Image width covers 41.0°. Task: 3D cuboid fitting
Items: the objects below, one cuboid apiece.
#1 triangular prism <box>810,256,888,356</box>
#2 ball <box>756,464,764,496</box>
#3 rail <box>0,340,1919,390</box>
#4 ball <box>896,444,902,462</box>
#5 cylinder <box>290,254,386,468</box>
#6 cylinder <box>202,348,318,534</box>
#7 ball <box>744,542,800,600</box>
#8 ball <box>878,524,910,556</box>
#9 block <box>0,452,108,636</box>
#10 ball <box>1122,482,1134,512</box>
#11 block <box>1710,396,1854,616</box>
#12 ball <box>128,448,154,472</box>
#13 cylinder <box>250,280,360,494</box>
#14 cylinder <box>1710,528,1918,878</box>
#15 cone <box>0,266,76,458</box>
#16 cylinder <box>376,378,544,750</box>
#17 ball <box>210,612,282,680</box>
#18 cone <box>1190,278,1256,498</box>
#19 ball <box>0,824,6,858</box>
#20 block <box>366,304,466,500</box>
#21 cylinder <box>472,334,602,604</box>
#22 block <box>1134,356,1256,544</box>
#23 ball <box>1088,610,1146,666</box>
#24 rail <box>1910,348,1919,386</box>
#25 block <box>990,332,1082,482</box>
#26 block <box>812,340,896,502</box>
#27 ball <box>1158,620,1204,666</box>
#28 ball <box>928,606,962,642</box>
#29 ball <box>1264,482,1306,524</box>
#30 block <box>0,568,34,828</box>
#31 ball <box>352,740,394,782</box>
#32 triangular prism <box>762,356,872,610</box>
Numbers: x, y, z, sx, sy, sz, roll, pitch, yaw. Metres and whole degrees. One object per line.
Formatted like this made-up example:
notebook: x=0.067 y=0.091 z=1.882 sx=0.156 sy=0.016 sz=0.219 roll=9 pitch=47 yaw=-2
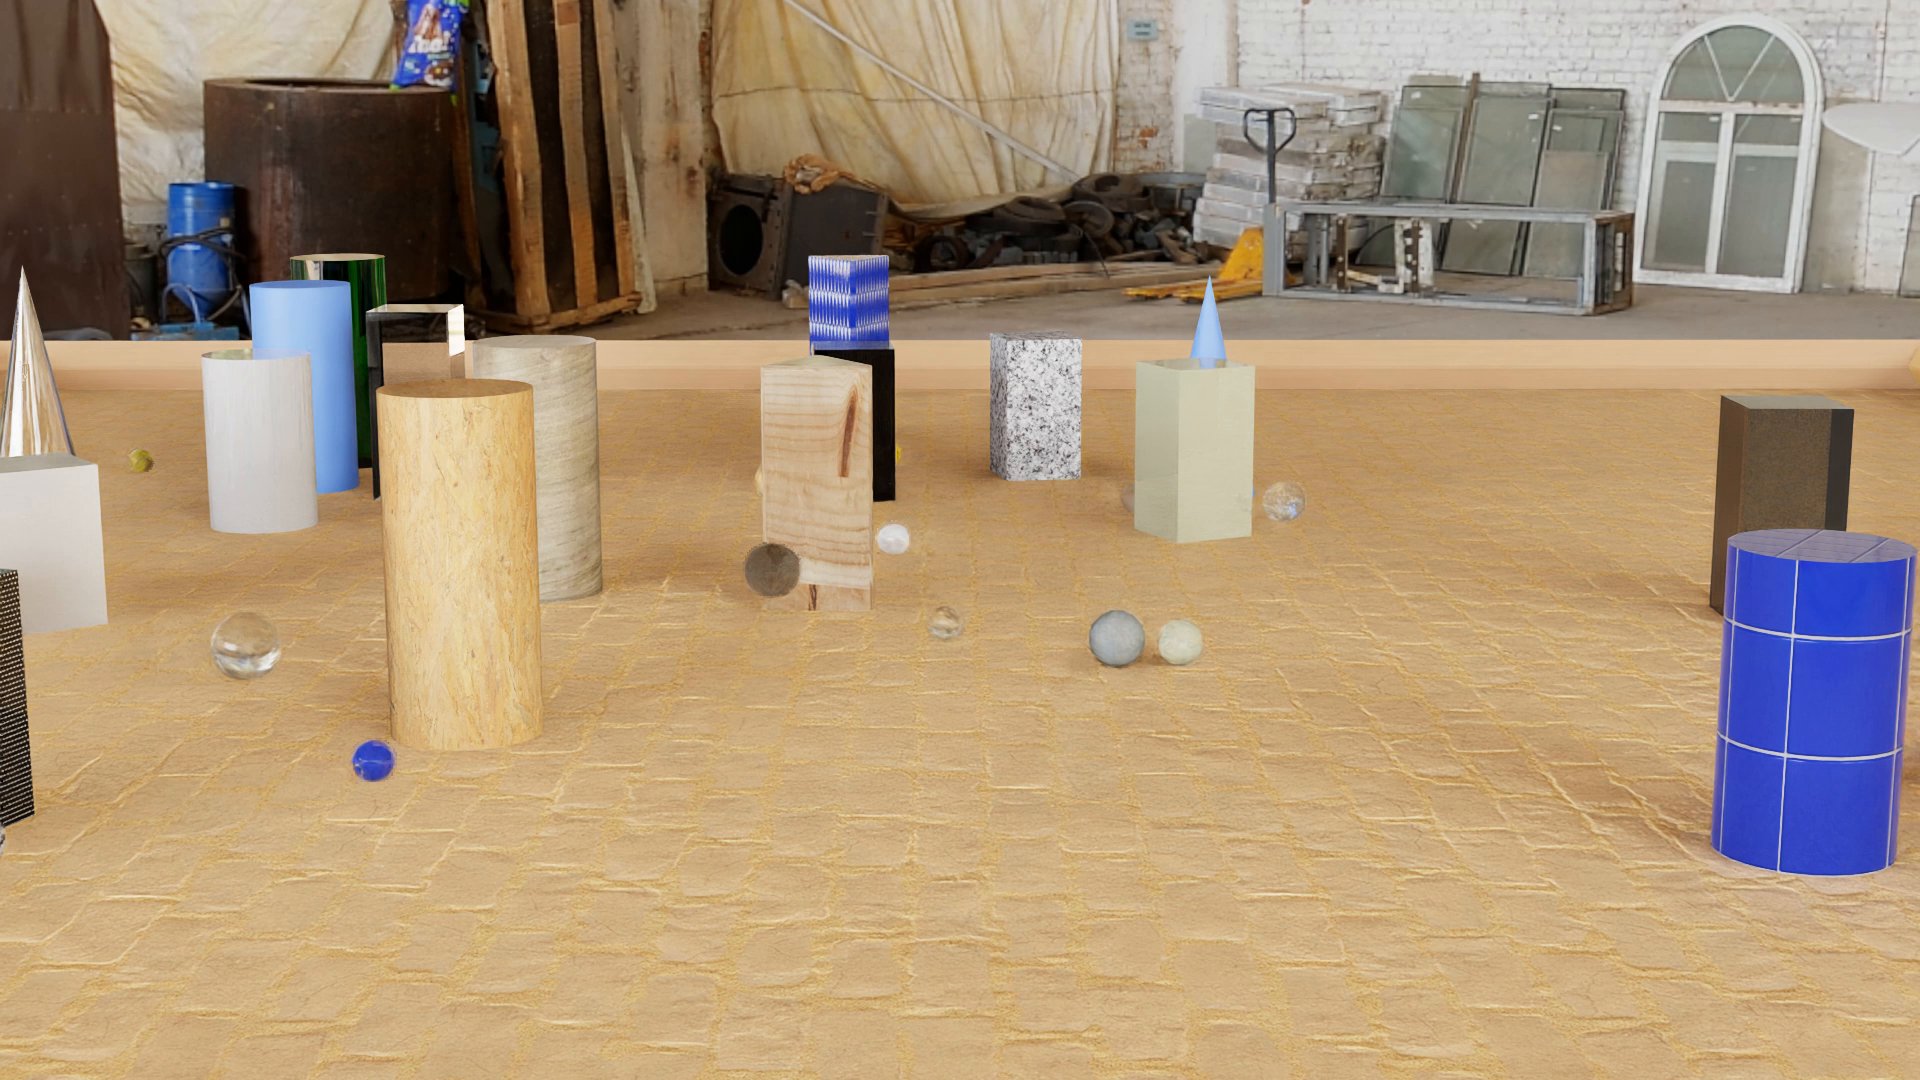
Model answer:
triangular prism: x=-0.180 y=-0.327 z=4.628 sx=0.123 sy=0.366 sz=0.142 roll=-8 pitch=13 yaw=-35
ball: x=-0.303 y=-0.101 z=4.229 sx=0.069 sy=0.069 sz=0.069 roll=0 pitch=11 yaw=0
rail: x=-0.013 y=-0.379 z=5.587 sx=4.242 sy=0.106 sz=0.045 roll=0 pitch=11 yaw=0
ball: x=-0.126 y=-0.154 z=4.582 sx=0.042 sy=0.042 sz=0.042 roll=0 pitch=11 yaw=0
cylinder: x=-1.104 y=-0.321 z=4.585 sx=0.164 sy=0.369 sz=0.164 roll=0 pitch=11 yaw=0
cylinder: x=-1.088 y=-0.156 z=3.991 sx=0.164 sy=0.267 sz=0.164 roll=0 pitch=11 yaw=0
ball: x=-0.244 y=0.040 z=3.345 sx=0.073 sy=0.073 sz=0.073 roll=0 pitch=11 yaw=0
ball: x=-0.097 y=-0.001 z=3.765 sx=0.047 sy=0.047 sz=0.047 roll=0 pitch=11 yaw=0
block: x=-1.192 y=0.004 z=3.305 sx=0.131 sy=0.209 sz=0.131 roll=-8 pitch=13 yaw=-36
ball: x=0.284 y=-0.068 z=4.108 sx=0.051 sy=0.051 sz=0.051 roll=0 pitch=11 yaw=0
block: x=1.064 y=-0.039 z=3.330 sx=0.131 sy=0.283 sz=0.131 roll=0 pitch=11 yaw=1
ball: x=-1.439 y=-0.139 z=4.505 sx=0.042 sy=0.042 sz=0.042 roll=0 pitch=11 yaw=0
cylinder: x=-1.105 y=-0.260 z=4.330 sx=0.164 sy=0.344 sz=0.164 roll=0 pitch=11 yaw=0
cylinder: x=0.780 y=0.146 z=2.350 sx=0.164 sy=0.287 sz=0.164 roll=0 pitch=11 yaw=0
cone: x=-1.438 y=-0.223 z=3.973 sx=0.164 sy=0.405 sz=0.164 roll=0 pitch=11 yaw=0
cylinder: x=-0.536 y=0.023 z=2.758 sx=0.164 sy=0.375 sz=0.164 roll=0 pitch=11 yaw=0
ball: x=-0.838 y=0.125 z=3.011 sx=0.081 sy=0.081 sz=0.081 roll=0 pitch=11 yaw=0
cone: x=0.410 y=-0.256 z=4.251 sx=0.164 sy=0.366 sz=0.164 roll=0 pitch=11 yaw=0
ball: x=-0.888 y=0.270 z=2.293 sx=0.065 sy=0.065 sz=0.065 roll=0 pitch=11 yaw=0
block: x=-0.900 y=-0.230 z=4.263 sx=0.131 sy=0.310 sz=0.131 roll=0 pitch=11 yaw=1
cylinder: x=-0.573 y=-0.099 z=3.485 sx=0.164 sy=0.343 sz=0.164 roll=0 pitch=11 yaw=0
block: x=0.357 y=-0.140 z=3.922 sx=0.131 sy=0.261 sz=0.131 roll=-5 pitch=12 yaw=-25
ball: x=0.189 y=0.118 z=3.081 sx=0.068 sy=0.068 sz=0.068 roll=0 pitch=11 yaw=0
rail: x=2.097 y=0.025 z=3.463 sx=0.045 sy=0.106 sz=4.395 roll=0 pitch=11 yaw=0
block: x=0.131 y=-0.235 z=4.471 sx=0.131 sy=0.242 sz=0.131 roll=-2 pitch=11 yaw=-12
block: x=-0.177 y=-0.198 z=4.257 sx=0.131 sy=0.251 sz=0.131 roll=-1 pitch=11 yaw=-5
ball: x=0.266 y=0.123 z=3.088 sx=0.055 sy=0.055 sz=0.055 roll=0 pitch=11 yaw=0
ball: x=-0.019 y=0.105 z=3.214 sx=0.044 sy=0.044 sz=0.044 roll=0 pitch=11 yaw=0
ball: x=0.490 y=-0.057 z=3.877 sx=0.063 sy=0.063 sz=0.063 roll=0 pitch=11 yaw=0
block: x=-0.978 y=0.155 z=2.419 sx=0.131 sy=0.242 sz=0.131 roll=3 pitch=11 yaw=17
ball: x=-0.593 y=0.224 z=2.595 sx=0.042 sy=0.042 sz=0.042 roll=0 pitch=11 yaw=0
triangular prism: x=-0.189 y=-0.078 z=3.427 sx=0.142 sy=0.325 sz=0.123 roll=0 pitch=11 yaw=-2
